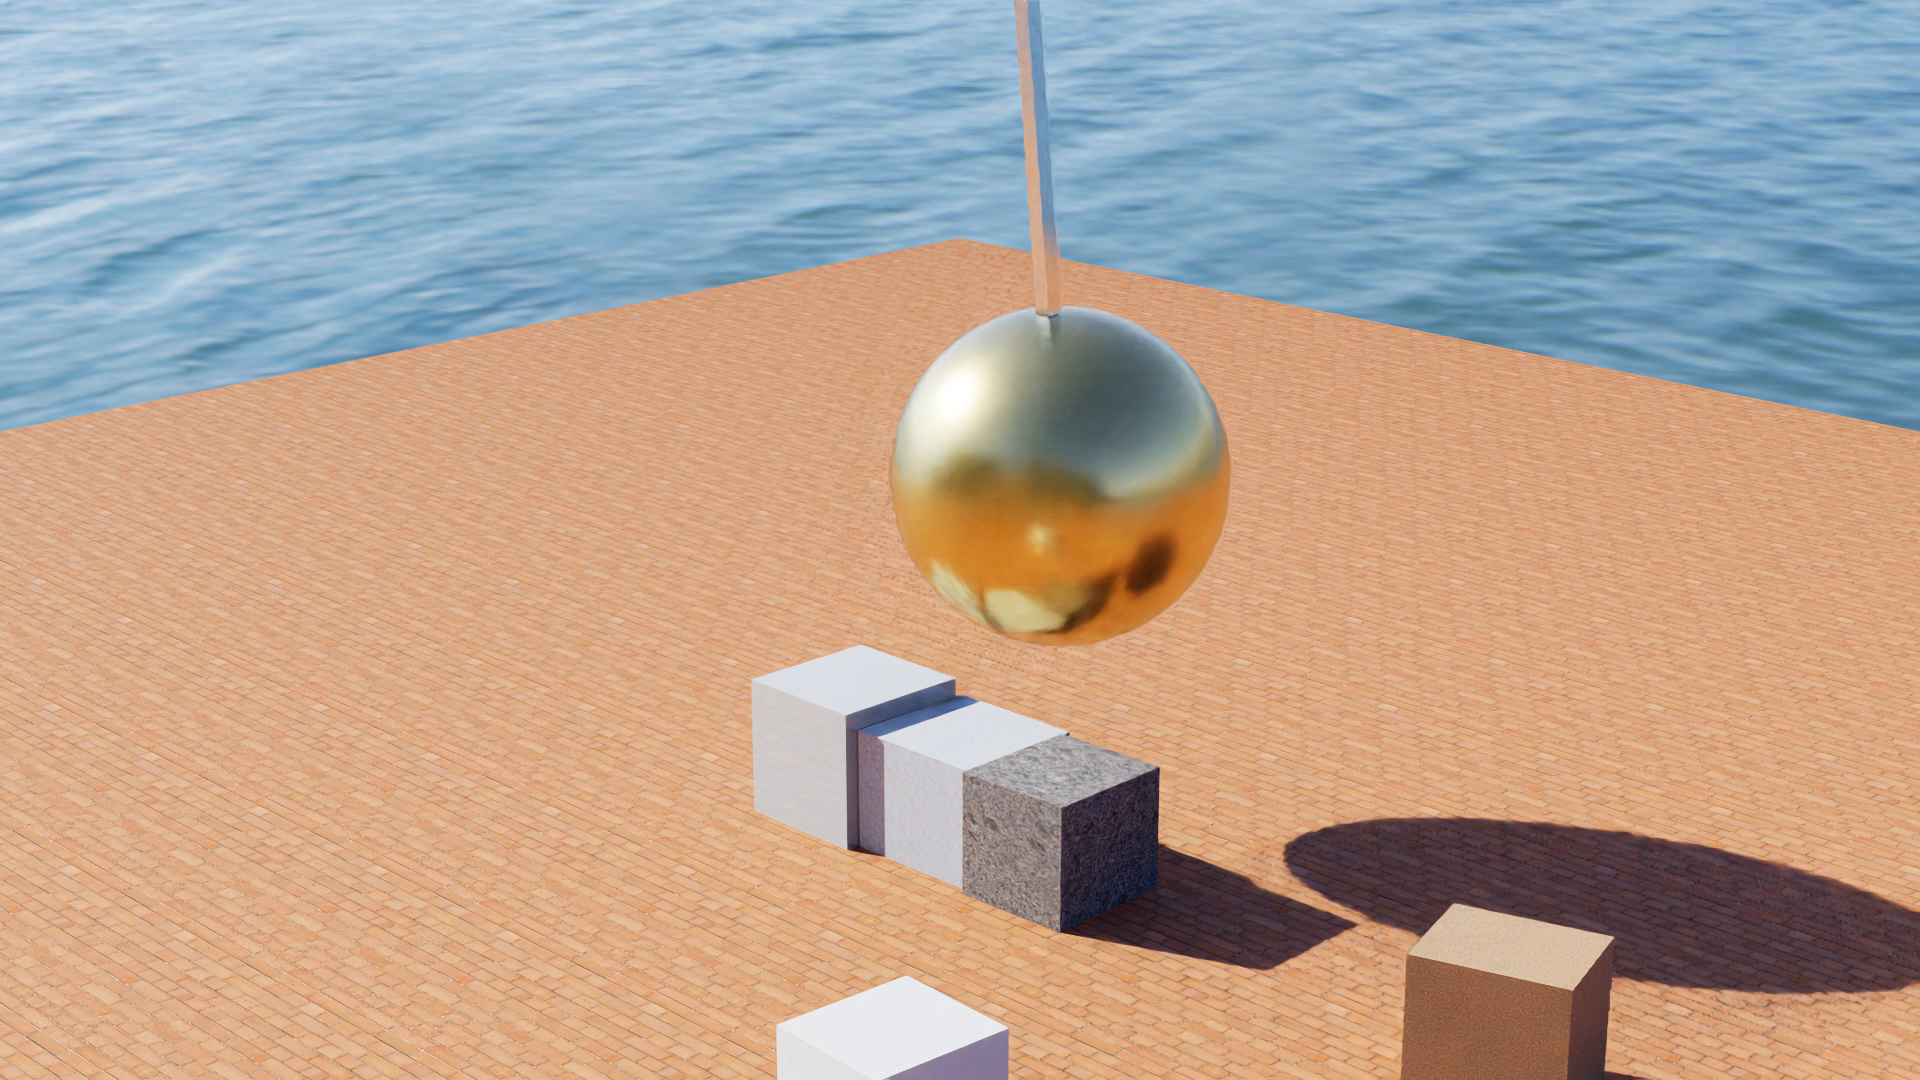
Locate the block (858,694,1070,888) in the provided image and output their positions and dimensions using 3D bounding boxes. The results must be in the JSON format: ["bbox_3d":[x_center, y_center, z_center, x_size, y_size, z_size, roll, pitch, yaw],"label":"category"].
[{"bbox_3d":[0.017,1.164,13.669,0.677,0.584,0.705,-17,24,-42],"label":"block"}]

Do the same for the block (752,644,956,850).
[{"bbox_3d":[-0.507,0.984,14.086,0.710,0.675,0.668,-16,24,-42],"label":"block"}]

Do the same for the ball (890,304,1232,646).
[{"bbox_3d":[0.469,-0.300,13.739,1.600,1.600,1.600,0,17,0],"label":"ball"}]

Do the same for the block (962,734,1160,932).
[{"bbox_3d":[0.454,1.308,13.196,0.593,0.591,0.658,16,24,41],"label":"block"}]

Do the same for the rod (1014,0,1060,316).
[{"bbox_3d":[0.203,-3.444,12.473,0.080,5.200,0.080,17,30,42],"label":"rod"}]

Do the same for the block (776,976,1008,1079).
[{"bbox_3d":[-0.247,2.059,10.819,0.625,0.584,0.579,-15,23,-39],"label":"block"}]

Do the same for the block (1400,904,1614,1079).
[{"bbox_3d":[2.132,1.856,11.429,0.655,0.605,0.532,9,20,27],"label":"block"}]
